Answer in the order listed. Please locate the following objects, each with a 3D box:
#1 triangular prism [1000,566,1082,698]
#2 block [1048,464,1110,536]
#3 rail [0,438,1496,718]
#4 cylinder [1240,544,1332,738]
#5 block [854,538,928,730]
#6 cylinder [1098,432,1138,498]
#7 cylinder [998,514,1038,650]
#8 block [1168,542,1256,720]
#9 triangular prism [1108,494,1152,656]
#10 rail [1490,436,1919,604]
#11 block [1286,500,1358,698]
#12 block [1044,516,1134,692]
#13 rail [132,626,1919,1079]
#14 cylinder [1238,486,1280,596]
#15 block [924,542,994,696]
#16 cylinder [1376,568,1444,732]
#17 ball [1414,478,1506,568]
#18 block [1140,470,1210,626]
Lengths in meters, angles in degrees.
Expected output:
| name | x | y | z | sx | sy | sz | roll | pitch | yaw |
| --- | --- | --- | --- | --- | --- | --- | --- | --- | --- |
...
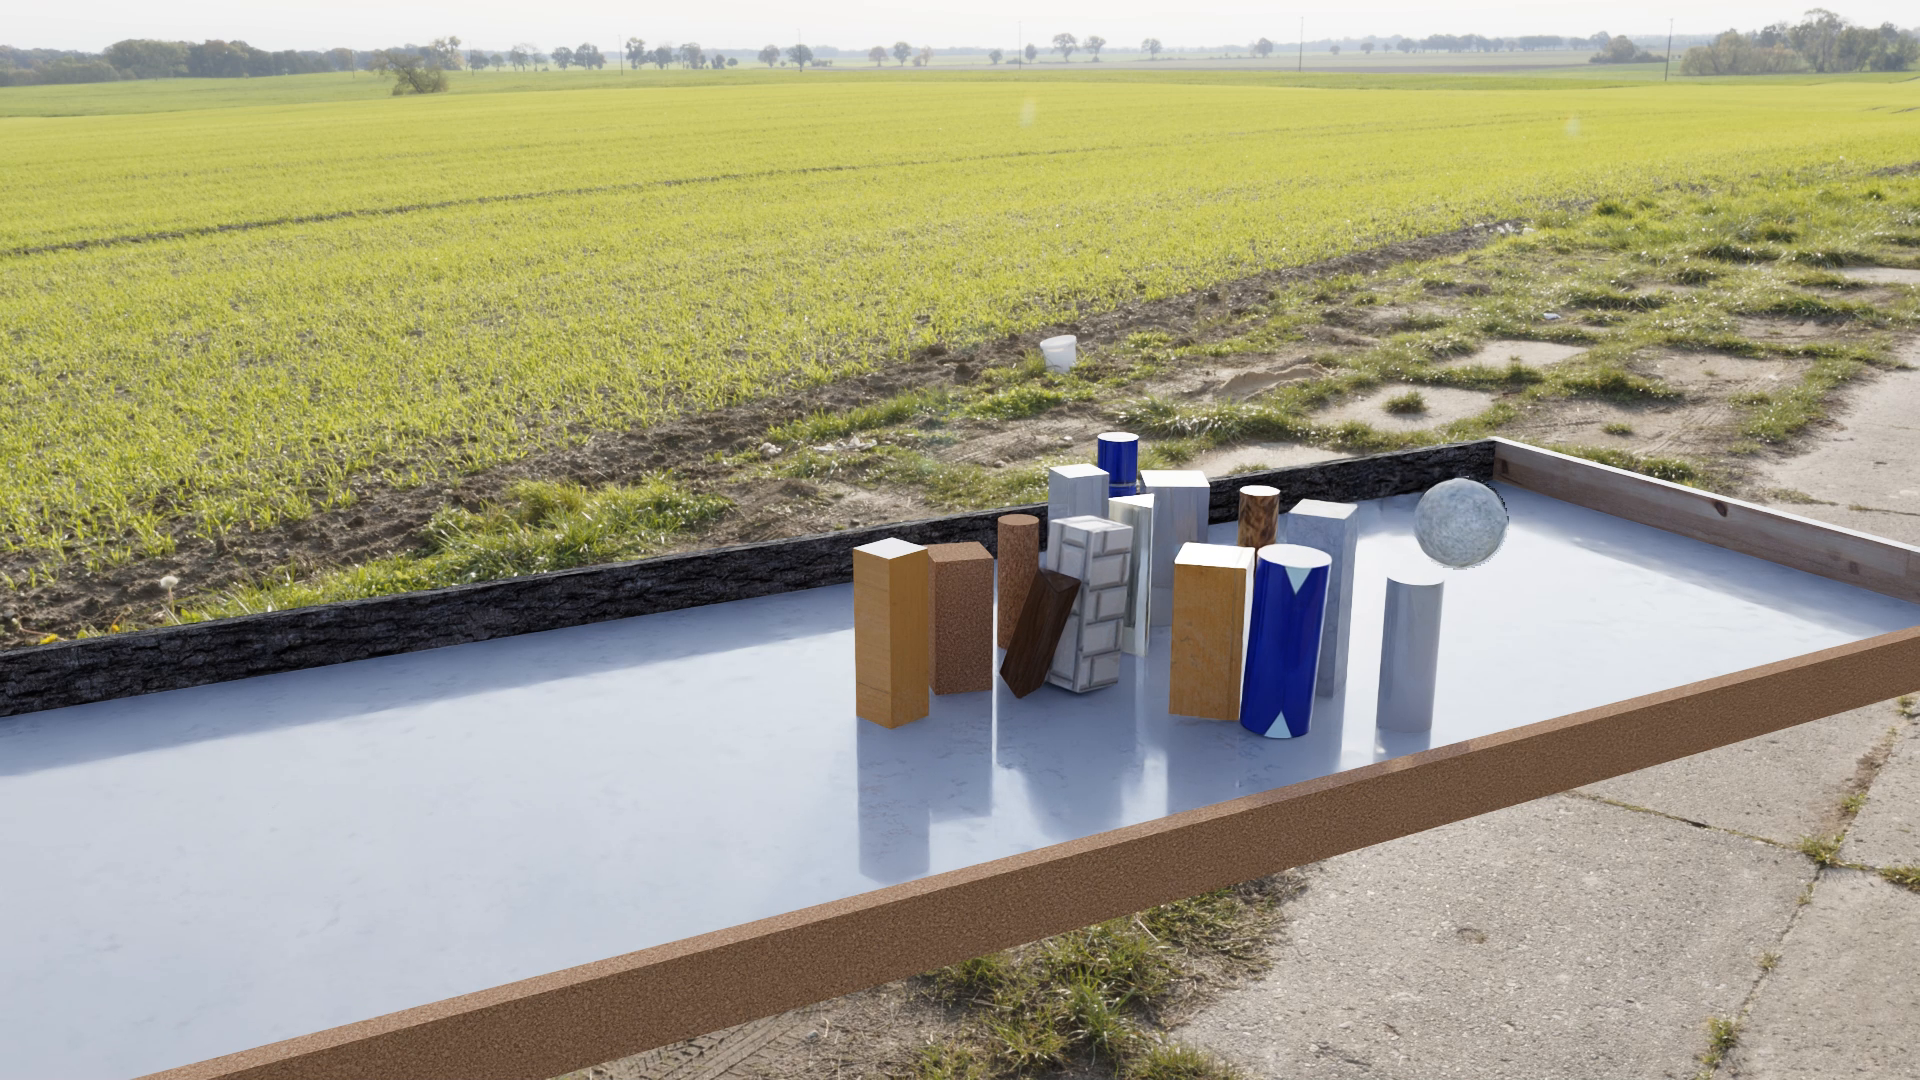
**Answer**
| name | x | y | z | sx | sy | sz | roll | pitch | yaw |
| --- | --- | --- | --- | --- | --- | --- | --- | --- | --- |
| triangular prism | 0.181 | 0.220 | 4.024 | 0.095 | 0.312 | 0.110 | 31 | 29 | 24 |
| block | 0.327 | 0.008 | 4.592 | 0.123 | 0.415 | 0.123 | -7 | 18 | -22 |
| rail | -3.305 | 0.497 | 3.399 | 12.000 | 0.150 | 0.050 | -9 | 18 | -27 |
| cylinder | 0.749 | 0.233 | 3.808 | 0.165 | 0.416 | 0.165 | 3 | 18 | -1 |
| block | -0.161 | 0.218 | 3.874 | 0.123 | 0.416 | 0.123 | 16 | 22 | 42 |
| cylinder | 0.455 | -0.078 | 4.811 | 0.116 | 0.456 | 0.116 | 0 | 16 | 0 |
| cylinder | 0.153 | 0.112 | 4.361 | 0.108 | 0.345 | 0.108 | 0 | 16 | 0 |
| block | 0.602 | 0.217 | 3.944 | 0.167 | 0.378 | 0.167 | 5 | 17 | 16 |
| triangular prism | 0.470 | 0.088 | 4.335 | 0.128 | 0.407 | 0.111 | 13 | 21 | 37 |
| rail | 2.466 | -0.048 | 5.253 | 0.050 | 0.150 | 2.100 | -9 | 18 | -27 |
| block | 0.882 | 0.143 | 4.063 | 0.138 | 0.455 | 0.138 | 8 | 18 | 25 |
| block | 0.308 | 0.156 | 4.086 | 0.144 | 0.403 | 0.144 | -7 | 17 | -44 |
| rail | -2.336 | 1.006 | 1.665 | 12.000 | 0.150 | 0.050 | -9 | 18 | -27 |
| cylinder | 0.773 | 0.081 | 4.312 | 0.101 | 0.433 | 0.101 | 0 | 16 | 0 |
| block | -0.007 | 0.193 | 4.093 | 0.146 | 0.342 | 0.146 | -4 | 17 | -13 |
| cylinder | 1.047 | 0.257 | 3.841 | 0.130 | 0.361 | 0.130 | 0 | 16 | 0 |
| ball | 1.049 | -0.036 | 3.463 | 0.187 | 0.187 | 0.187 | 0 | 16 | 0 |
| block | 0.587 | 0.023 | 4.571 | 0.171 | 0.399 | 0.171 | 0 | 16 | 1 |
